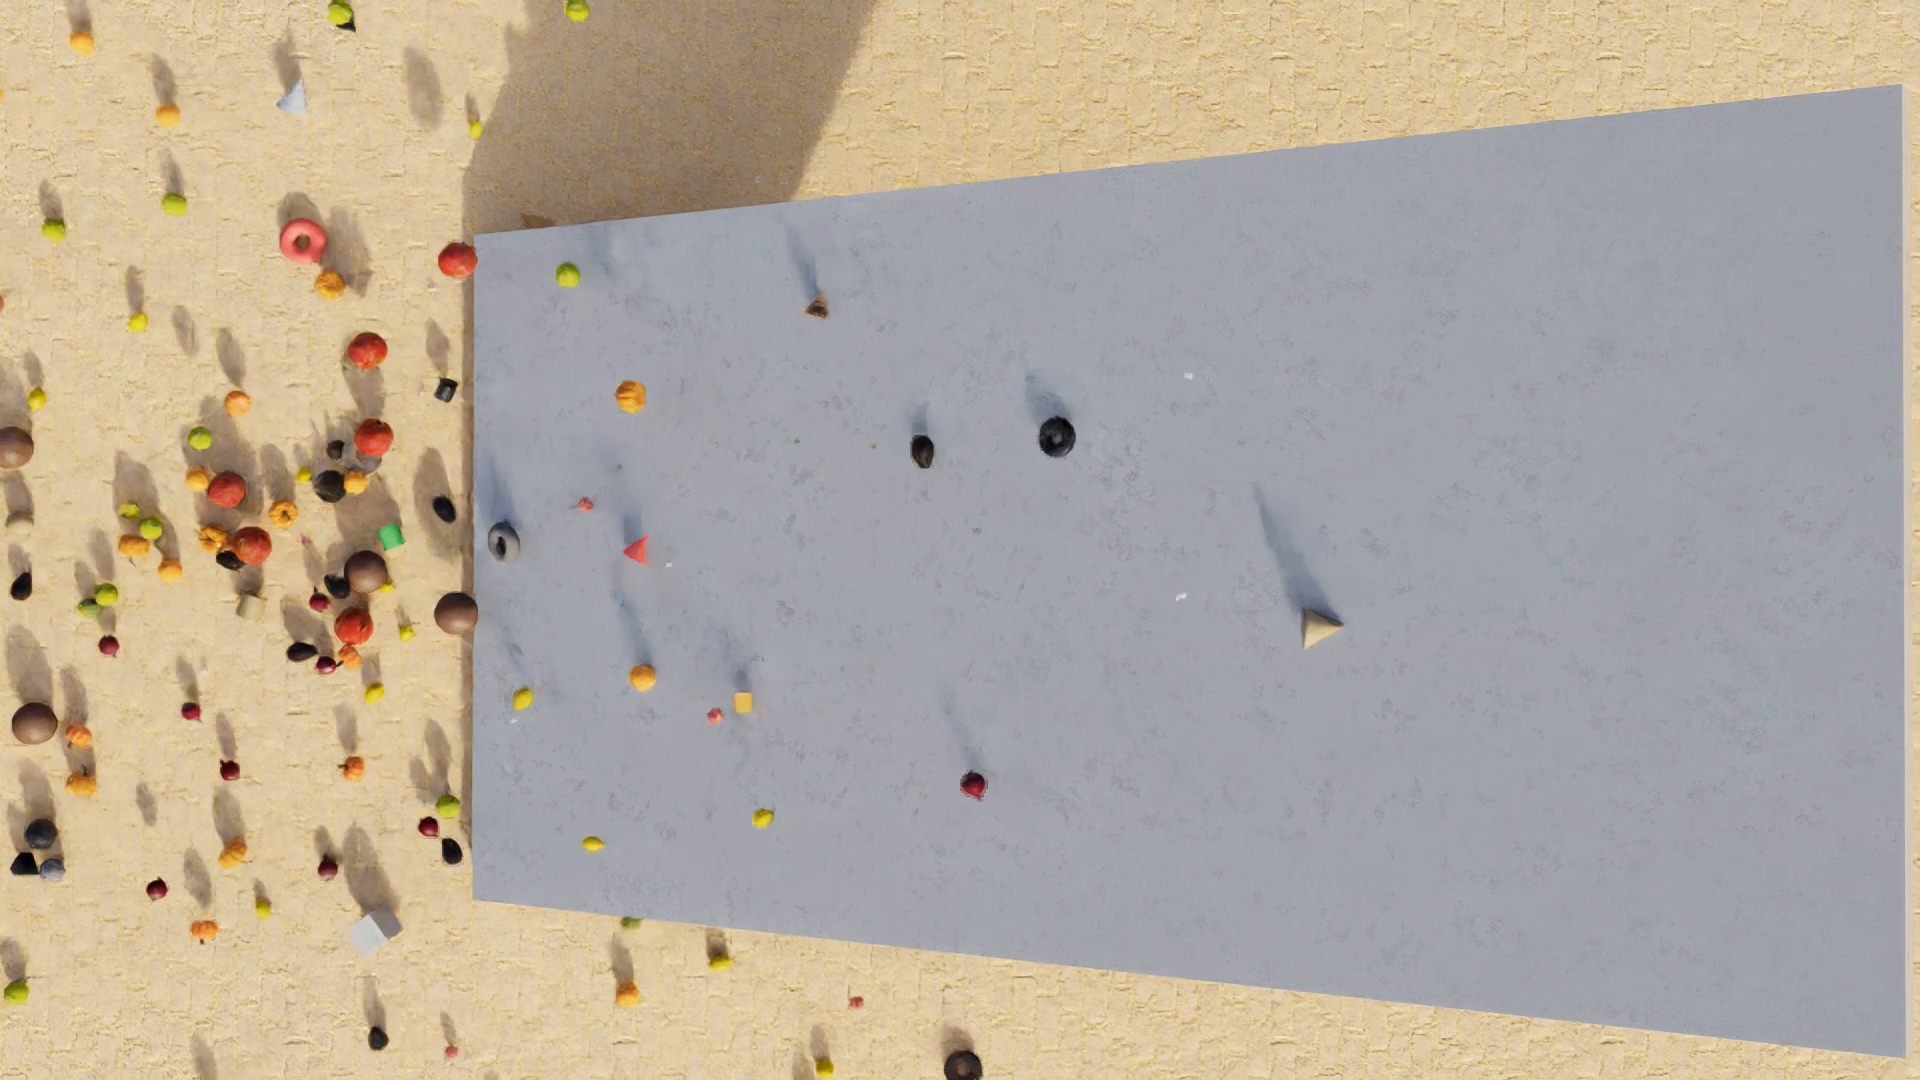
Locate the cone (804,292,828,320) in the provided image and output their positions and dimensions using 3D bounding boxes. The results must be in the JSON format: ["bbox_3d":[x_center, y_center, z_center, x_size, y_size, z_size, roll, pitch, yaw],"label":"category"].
[{"bbox_3d":[-0.378,-0.636,5.911,0.070,0.070,0.070,15,91,0],"label":"cone"}]

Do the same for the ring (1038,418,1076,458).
[{"bbox_3d":[0.244,-0.258,5.541,0.102,0.034,0.102,1,91,32],"label":"ring"}]

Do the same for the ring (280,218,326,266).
[{"bbox_3d":[-1.998,-0.906,6.685,0.143,0.048,0.143,0,92,3],"label":"ring"}]

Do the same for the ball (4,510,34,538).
[{"bbox_3d":[-2.847,-0.047,6.659,0.084,0.084,0.084,0,89,0],"label":"ball"}]

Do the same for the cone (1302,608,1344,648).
[{"bbox_3d":[0.854,0.204,5.154,0.096,0.096,0.096,-2,89,5],"label":"cone"}]

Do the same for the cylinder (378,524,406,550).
[{"bbox_3d":[-1.722,-0.009,6.658,0.065,0.065,0.065,-22,94,0],"label":"cylinder"}]

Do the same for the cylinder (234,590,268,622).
[{"bbox_3d":[-2.145,0.200,6.653,0.074,0.074,0.074,22,91,0],"label":"cylinder"}]

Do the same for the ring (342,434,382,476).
[{"bbox_3d":[-1.818,-0.259,6.682,0.126,0.042,0.126,0,92,1],"label":"ring"}]

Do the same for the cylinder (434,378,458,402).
[{"bbox_3d":[-1.553,-0.453,6.644,0.053,0.053,0.053,31,117,0],"label":"cylinder"}]

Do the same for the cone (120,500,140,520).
[{"bbox_3d":[-2.509,-0.105,6.668,0.064,0.064,0.064,-1,129,-1],"label":"cone"}]

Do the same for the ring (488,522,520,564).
[{"bbox_3d":[-1.351,0.010,6.510,0.126,0.042,0.126,11,107,40],"label":"ring"}]

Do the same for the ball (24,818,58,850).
[{"bbox_3d":[-2.777,0.889,6.645,0.096,0.096,0.096,0,89,0],"label":"ball"}]

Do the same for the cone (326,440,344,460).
[{"bbox_3d":[-1.900,-0.275,6.673,0.061,0.061,0.061,0,89,0],"label":"cone"}]

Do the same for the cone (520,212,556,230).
[{"bbox_3d":[-1.292,-0.960,6.648,0.098,0.098,0.098,39,90,-18],"label":"cone"}]

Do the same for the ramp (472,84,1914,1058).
[{"bbox_3d":[0.262,0.072,5.606,4.000,0.100,2.000,0,89,32],"label":"ramp"}]

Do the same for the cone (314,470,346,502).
[{"bbox_3d":[-1.918,-0.164,6.653,0.098,0.098,0.098,0,89,0],"label":"cone"}]

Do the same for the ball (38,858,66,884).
[{"bbox_3d":[-2.748,1.002,6.654,0.073,0.073,0.073,0,89,0],"label":"ball"}]

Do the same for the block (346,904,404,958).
[{"bbox_3d":[-1.762,1.175,6.628,0.099,0.099,0.099,-36,90,18],"label":"block"}]

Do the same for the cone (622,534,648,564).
[{"bbox_3d":[-0.907,0.017,6.238,0.077,0.077,0.077,31,91,0],"label":"cone"}]

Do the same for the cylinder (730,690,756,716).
[{"bbox_3d":[-0.596,0.446,6.037,0.052,0.052,0.052,-23,115,0],"label":"cylinder"}]

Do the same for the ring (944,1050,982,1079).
[{"bbox_3d":[0.010,1.606,6.667,0.117,0.039,0.117,0,90,1],"label":"ring"}]
